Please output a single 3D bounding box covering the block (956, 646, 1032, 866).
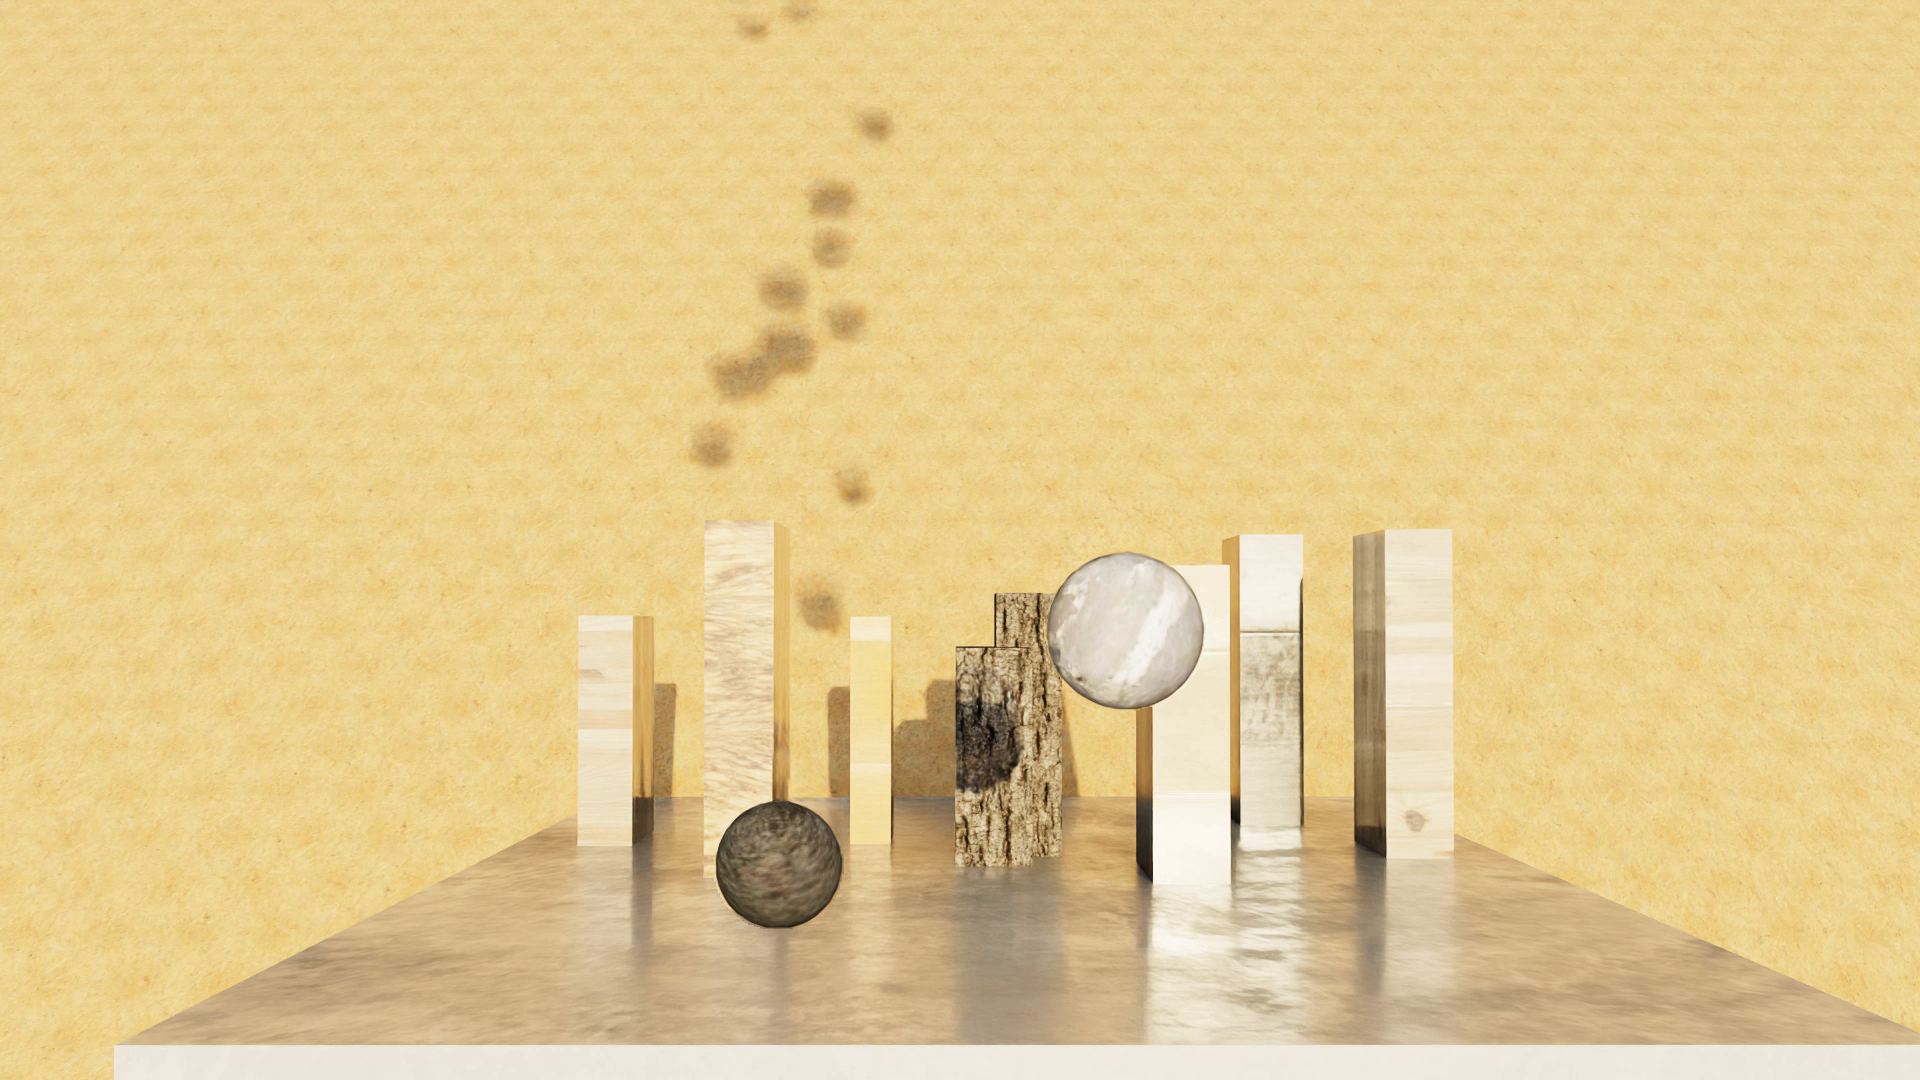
[{"bbox_3d":[0.064,0.416,5.094,0.145,0.411,0.393,0,-2,0],"label":"block"}]

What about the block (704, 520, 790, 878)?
[{"bbox_3d":[-0.399,0.293,4.908,0.125,0.644,0.443,0,-2,0],"label":"block"}]

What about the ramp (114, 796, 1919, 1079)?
[{"bbox_3d":[0.077,0.663,4.830,2.000,0.100,4.000,0,-2,0],"label":"ramp"}]

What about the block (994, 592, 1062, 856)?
[{"bbox_3d":[0.136,0.367,5.271,0.128,0.518,0.337,0,-2,0],"label":"block"}]

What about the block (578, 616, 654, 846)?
[{"bbox_3d":[-0.730,0.398,5.538,0.112,0.473,0.380,0,-2,0],"label":"block"}]

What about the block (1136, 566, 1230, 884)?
[{"bbox_3d":[0.407,0.331,4.790,0.135,0.560,0.441,0,-2,0],"label":"block"}]

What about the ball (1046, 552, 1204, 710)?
[{"bbox_3d":[0.185,0.101,2.905,0.176,0.176,0.176,0,35,0],"label":"ball"}]

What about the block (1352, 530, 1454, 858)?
[{"bbox_3d":[0.896,0.306,5.272,0.131,0.641,0.418,0,-2,0],"label":"block"}]

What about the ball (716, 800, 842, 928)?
[{"bbox_3d":[-0.204,0.366,2.929,0.143,0.143,0.143,0,35,0],"label":"ball"}]

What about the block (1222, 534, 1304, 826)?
[{"bbox_3d":[0.706,0.323,6.082,0.143,0.657,0.406,0,-2,0],"label":"block"}]

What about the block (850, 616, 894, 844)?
[{"bbox_3d":[-0.186,0.398,5.514,0.084,0.471,0.248,0,-2,0],"label":"block"}]
